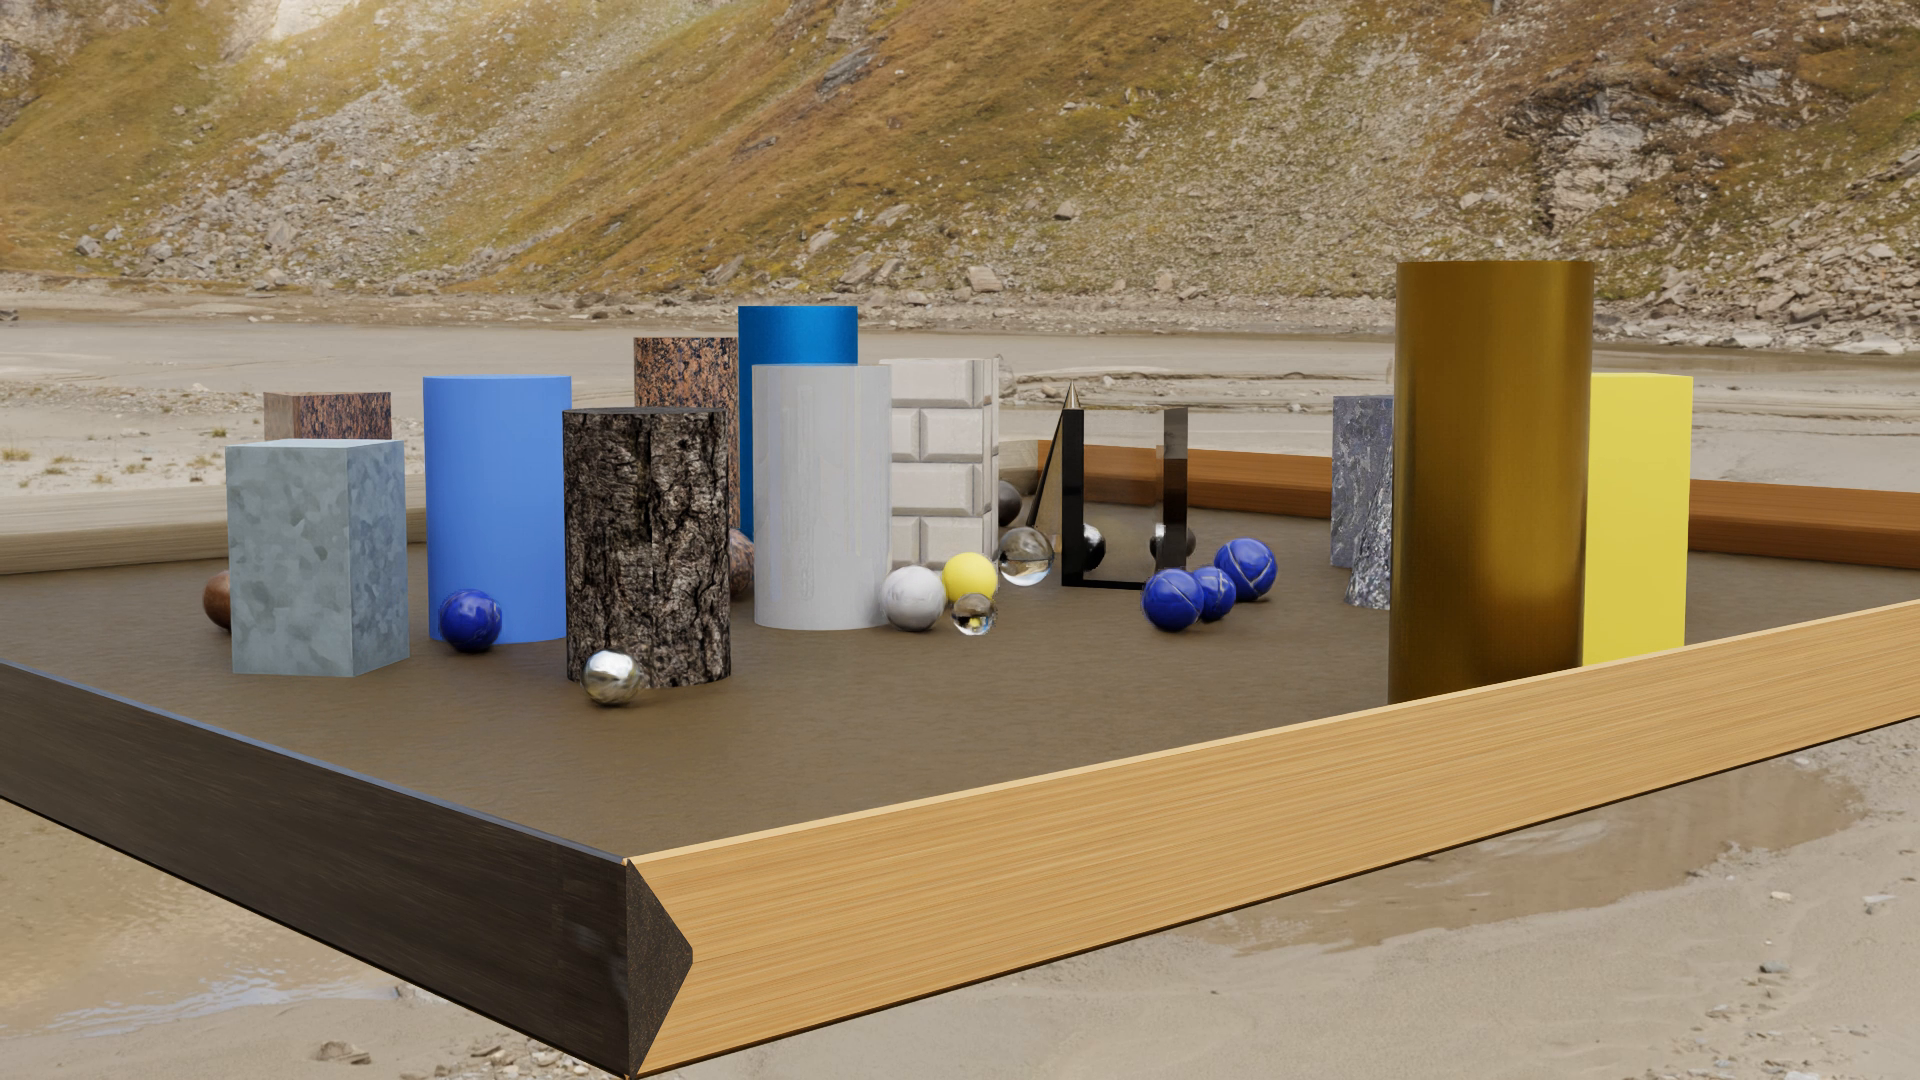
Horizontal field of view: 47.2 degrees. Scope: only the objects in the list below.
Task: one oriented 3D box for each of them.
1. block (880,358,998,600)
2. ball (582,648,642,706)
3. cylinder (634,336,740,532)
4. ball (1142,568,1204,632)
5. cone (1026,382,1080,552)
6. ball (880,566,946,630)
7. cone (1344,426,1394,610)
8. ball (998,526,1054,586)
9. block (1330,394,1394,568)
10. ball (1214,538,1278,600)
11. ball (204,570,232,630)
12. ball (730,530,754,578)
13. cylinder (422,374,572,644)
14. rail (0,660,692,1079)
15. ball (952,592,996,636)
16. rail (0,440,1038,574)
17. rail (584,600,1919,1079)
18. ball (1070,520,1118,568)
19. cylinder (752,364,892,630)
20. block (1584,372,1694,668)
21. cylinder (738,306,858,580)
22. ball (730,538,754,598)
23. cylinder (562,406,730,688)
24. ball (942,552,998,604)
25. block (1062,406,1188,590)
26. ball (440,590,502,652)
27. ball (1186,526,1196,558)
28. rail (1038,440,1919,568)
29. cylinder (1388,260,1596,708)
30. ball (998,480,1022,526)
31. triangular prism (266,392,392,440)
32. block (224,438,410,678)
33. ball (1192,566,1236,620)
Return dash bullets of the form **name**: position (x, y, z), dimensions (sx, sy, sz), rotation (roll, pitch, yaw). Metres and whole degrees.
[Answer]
- **block**: position (-0.031, -0.099, 3.455), dimensions (0.160, 0.370, 0.160), rotation (1, 6, 10)
- **ball**: position (-0.393, 0.155, 2.483), dimensions (0.066, 0.066, 0.066), rotation (0, 6, 0)
- **cylinder**: position (-0.522, -0.190, 4.213), dimensions (0.200, 0.395, 0.200), rotation (0, 6, 0)
- **ball**: position (0.297, 0.083, 3.070), dimensions (0.087, 0.087, 0.087), rotation (0, 6, 0)
- **cone**: position (0.210, -0.145, 4.145), dimensions (0.200, 0.319, 0.200), rotation (0, 6, 0)
- **ball**: position (-0.065, 0.081, 3.070), dimensions (0.092, 0.092, 0.092), rotation (0, 6, 0)
- **cone**: position (0.690, -0.096, 3.357), dimensions (0.200, 0.384, 0.200), rotation (0, 6, 0)
- **ball**: position (0.104, 0.026, 3.574), dimensions (0.096, 0.096, 0.096), rotation (0, 6, 0)
- **block**: position (0.760, -0.100, 3.823), dimensions (0.160, 0.297, 0.160), rotation (-3, 7, -29)
- **ball**: position (0.440, 0.045, 3.390), dimensions (0.098, 0.098, 0.098), rotation (0, 6, 0)
- **ball**: position (-1.011, 0.083, 3.071), dimensions (0.087, 0.087, 0.087), rotation (0, 6, 0)
- **ball**: position (-0.371, 0.032, 3.504), dimensions (0.099, 0.099, 0.099), rotation (0, 6, 0)
- **cylinder**: position (-0.634, -0.047, 3.032), dimensions (0.200, 0.355, 0.200), rotation (0, 6, 0)
- **rail**: position (-1.121, 0.141, 2.303), dimensions (0.045, 0.130, 2.792), rotation (-5, 8, -42)
- **ball**: position (0.019, 0.101, 3.026), dimensions (0.060, 0.060, 0.060), rotation (0, 6, 0)
- **rail**: position (-0.931, -0.071, 4.335), dimensions (3.097, 0.130, 0.045), rotation (-5, 8, -42)
- **rail**: position (0.931, 0.138, 2.329), dimensions (3.097, 0.130, 0.045), rotation (-5, 8, -42)
- **ball**: position (0.234, 0.006, 3.824), dimensions (0.084, 0.084, 0.084), rotation (0, 6, 0)
- **cylinder**: position (-0.197, -0.067, 3.158), dimensions (0.200, 0.368, 0.200), rotation (0, 6, 0)
- **block**: position (0.768, -0.014, 2.643), dimensions (0.160, 0.369, 0.160), rotation (0, 6, -1)
- **cylinder**: position (-0.271, -0.166, 3.699), dimensions (0.200, 0.453, 0.200), rotation (0, 6, 0)
- **ball**: position (-0.370, 0.043, 3.406), dimensions (0.099, 0.099, 0.099), rotation (0, 6, 0)
- **cylinder**: position (-0.382, 0.004, 2.686), dimensions (0.200, 0.325, 0.200), rotation (0, 6, 0)
- **ball**: position (0.014, 0.061, 3.302), dimensions (0.085, 0.085, 0.085), rotation (0, 6, 0)
- **block**: position (0.270, -0.072, 3.598), dimensions (0.160, 0.287, 0.160), rotation (3, 7, 24)
- **ball**: position (-0.642, 0.106, 2.885), dimensions (0.081, 0.081, 0.081), rotation (0, 6, 0)
- **ball**: position (0.392, 0.004, 3.949), dimensions (0.063, 0.063, 0.063), rotation (0, 6, 0)
- **rail**: position (1.121, -0.073, 4.360), dimensions (0.045, 0.130, 2.792), rotation (-5, 8, -42)
- **cylinder**: position (0.553, -0.041, 2.300), dimensions (0.200, 0.494, 0.200), rotation (0, 6, 0)
- **ball**: position (0.078, -0.076, 4.551), dimensions (0.098, 0.098, 0.098), rotation (0, 6, 0)
- **triangular prism**: position (-0.857, -0.037, 3.038), dimensions (0.150, 0.333, 0.173), rotation (-3, 7, -30)
- **block**: position (-0.804, 0.018, 2.761), dimensions (0.160, 0.281, 0.160), rotation (1, 6, 11)
- **ball**: position (0.359, 0.077, 3.172), dimensions (0.078, 0.078, 0.078), rotation (0, 6, 0)
